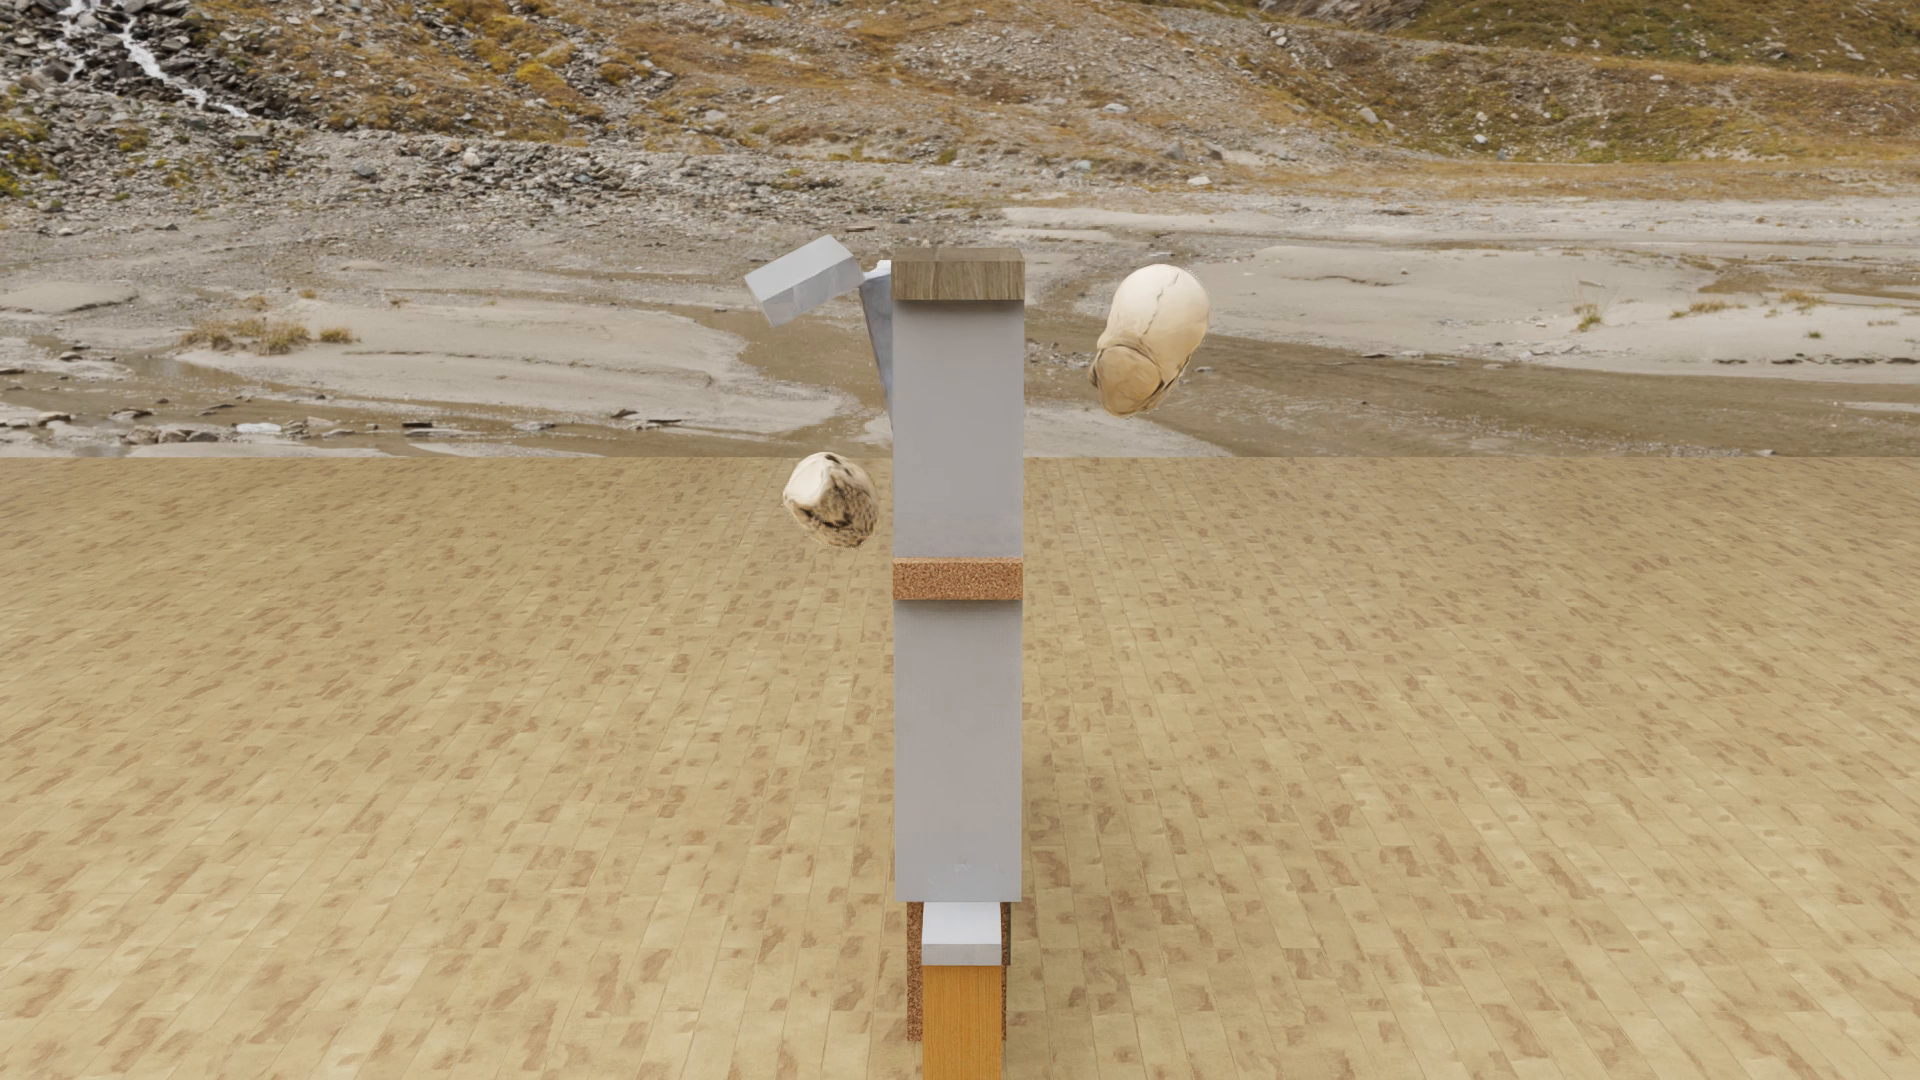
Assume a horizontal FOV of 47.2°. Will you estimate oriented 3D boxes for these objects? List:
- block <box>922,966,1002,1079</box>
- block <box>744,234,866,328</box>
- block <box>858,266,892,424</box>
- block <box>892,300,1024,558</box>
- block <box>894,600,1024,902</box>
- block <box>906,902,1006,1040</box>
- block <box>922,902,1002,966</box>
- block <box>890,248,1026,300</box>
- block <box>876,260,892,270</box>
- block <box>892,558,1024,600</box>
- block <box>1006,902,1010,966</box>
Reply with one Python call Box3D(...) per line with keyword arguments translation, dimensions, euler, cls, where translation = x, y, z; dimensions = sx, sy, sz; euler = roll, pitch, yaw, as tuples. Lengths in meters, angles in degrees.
Box3D(translation=(0.003, 0.637, 2.858), dimensions=(0.102, 0.203, 0.029), euler=(0, 11, 0), cls="block")
Box3D(translation=(-0.255, -0.423, 3.562), dimensions=(0.162, 0.046, 0.323), euler=(-27, 17, -3), cls="block")
Box3D(translation=(-0.049, -0.277, 3.579), dimensions=(0.162, 0.357, 0.046), euler=(-16, 21, -7), cls="block")
Box3D(translation=(-0.002, -0.148, 2.866), dimensions=(0.169, 0.338, 0.048), euler=(0, 11, 0), cls="block")
Box3D(translation=(-0.002, 0.274, 2.940), dimensions=(0.170, 0.423, 0.048), euler=(0, 10, 0), cls="block")
Box3D(translation=(-0.005, 0.561, 3.068), dimensions=(0.138, 0.276, 0.039), euler=(0, 11, 0), cls="block")
Box3D(translation=(0.003, 0.510, 2.903), dimensions=(0.102, 0.029, 0.203), euler=(0, 10, 0), cls="block")
Box3D(translation=(-0.002, -0.358, 2.942), dimensions=(0.169, 0.048, 0.338), euler=(0, 11, 0), cls="block")
Box3D(translation=(-0.092, -0.293, 3.713), dimensions=(0.046, 0.323, 0.162), euler=(-6, 34, 10), cls="block")
Box3D(translation=(-0.003, 0.022, 3.009), dimensions=(0.170, 0.048, 0.339), euler=(0, 11, 0), cls="block")
Box3D(translation=(0.000, 0.492, 3.347), dimensions=(0.155, 0.310, 0.044), euler=(0, 11, 0), cls="block")
